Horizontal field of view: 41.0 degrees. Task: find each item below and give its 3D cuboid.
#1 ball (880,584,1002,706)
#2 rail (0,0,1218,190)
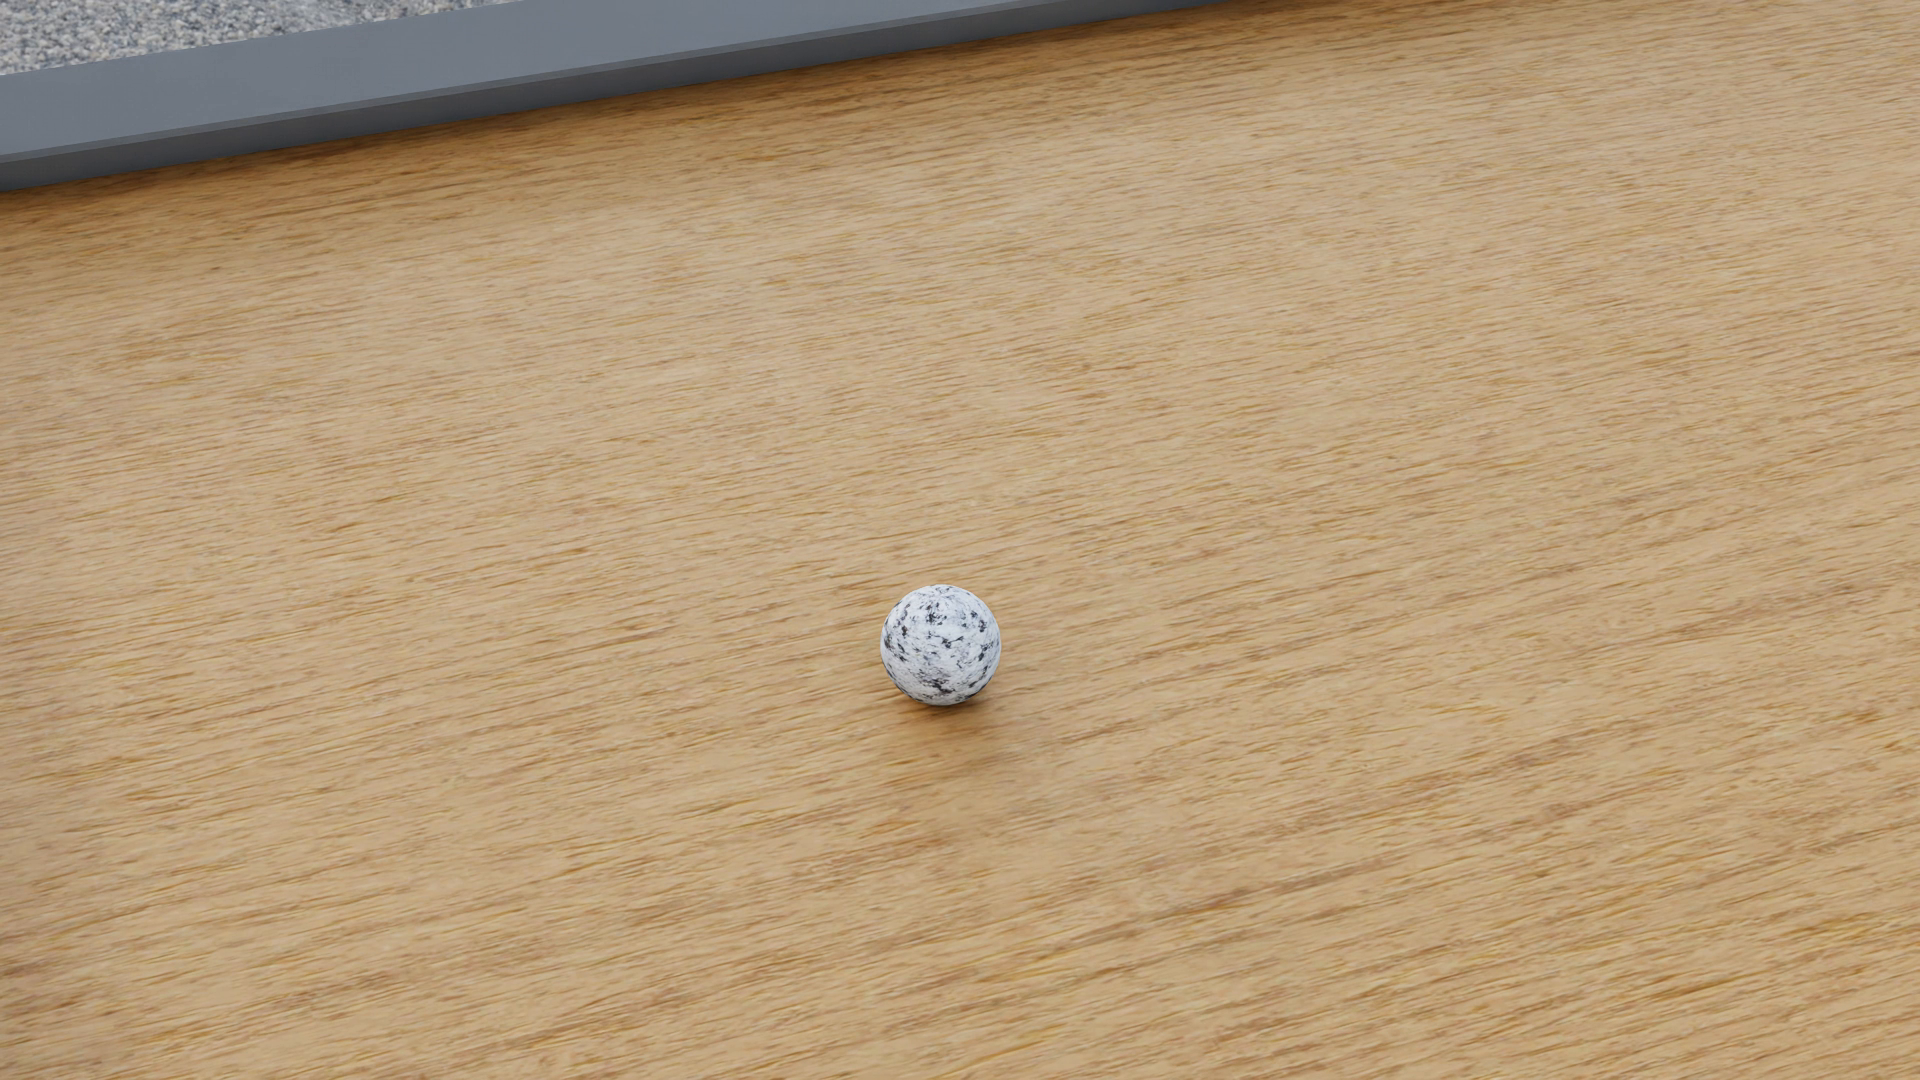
[{"bbox_3d":[-0.011,0.060,1.468,0.069,0.069,0.069,0,35,0],"label":"ball"},{"bbox_3d":[0.368,-0.534,2.279,2.613,0.094,0.045,-12,37,-16],"label":"rail"}]
